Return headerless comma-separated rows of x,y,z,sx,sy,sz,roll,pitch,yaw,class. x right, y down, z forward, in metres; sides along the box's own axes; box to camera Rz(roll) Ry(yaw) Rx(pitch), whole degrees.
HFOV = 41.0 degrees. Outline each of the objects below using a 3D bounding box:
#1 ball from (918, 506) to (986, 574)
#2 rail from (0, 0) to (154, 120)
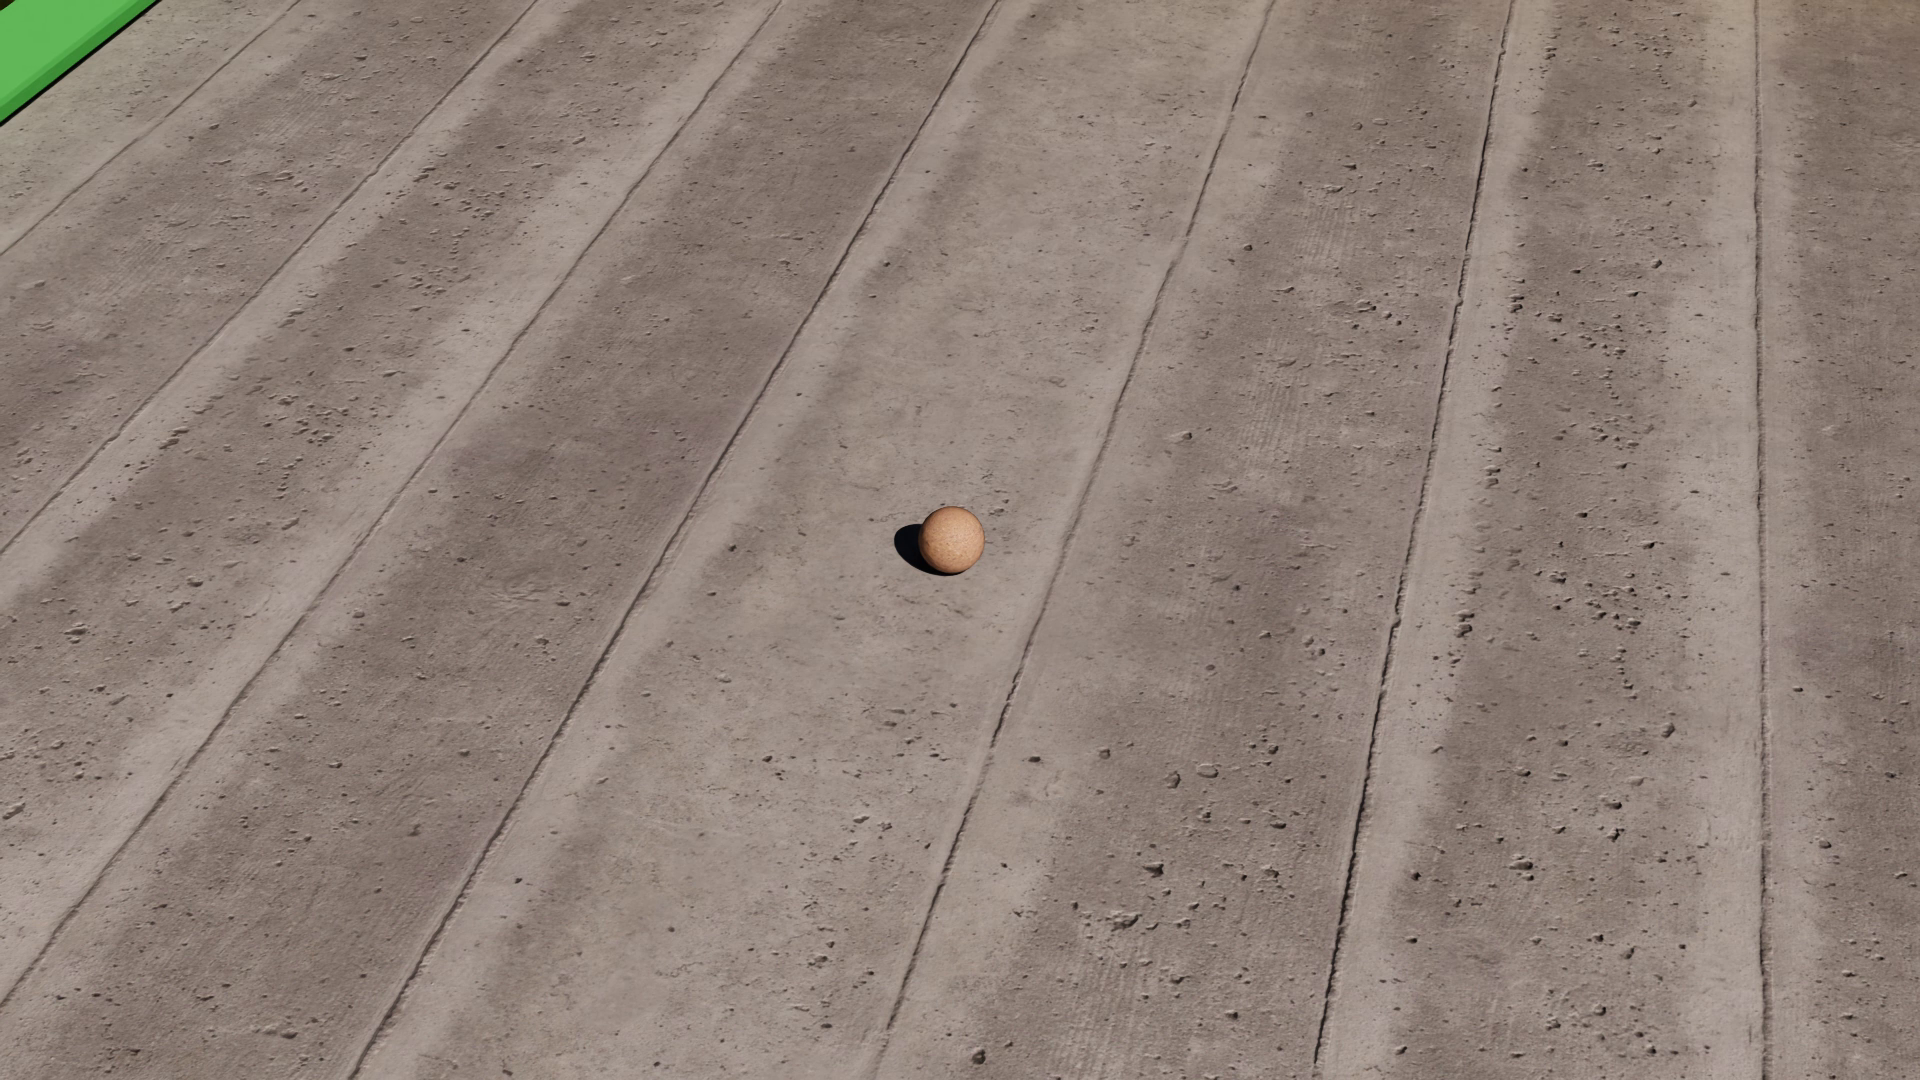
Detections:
-0.006,0.000,1.850,0.048,0.048,0.048,0,35,0,ball
-1.023,-0.168,2.047,0.045,0.097,2.524,8,36,12,rail
